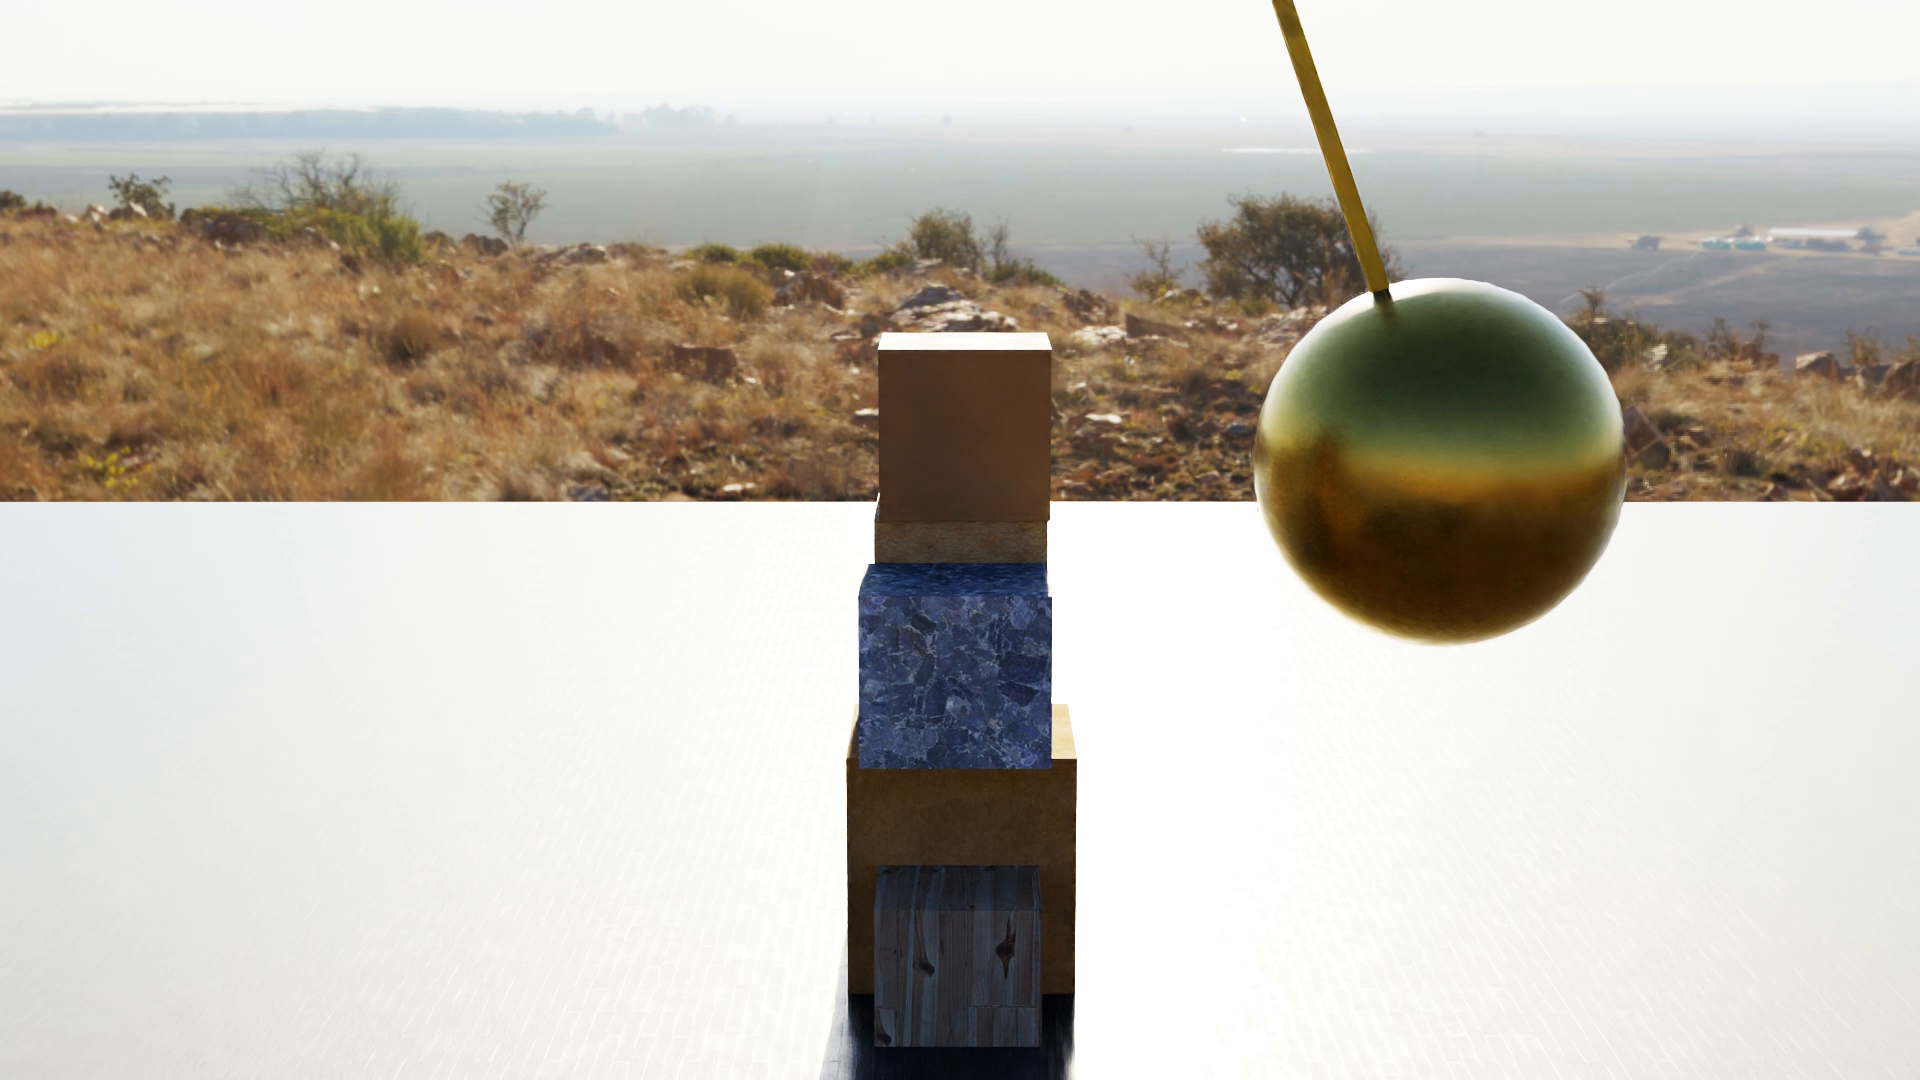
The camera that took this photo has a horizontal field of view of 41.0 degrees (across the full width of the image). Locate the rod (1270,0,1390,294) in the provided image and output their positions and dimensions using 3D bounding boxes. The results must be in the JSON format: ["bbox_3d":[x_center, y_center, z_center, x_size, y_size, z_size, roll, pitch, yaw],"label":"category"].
[{"bbox_3d":[0.899,-3.473,10.549,0.080,5.200,0.080,-20,10,4],"label":"rod"}]

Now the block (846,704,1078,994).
[{"bbox_3d":[0.007,1.214,10.260,0.881,0.940,0.867,0,10,0],"label":"block"}]

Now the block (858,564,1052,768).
[{"bbox_3d":[-0.017,0.474,9.864,0.721,0.658,0.656,0,10,0],"label":"block"}]

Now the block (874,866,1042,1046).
[{"bbox_3d":[-0.007,1.549,9.596,0.612,0.520,0.538,0,10,0],"label":"block"}]

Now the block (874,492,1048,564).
[{"bbox_3d":[0.004,0.263,10.540,0.687,0.831,0.730,0,10,0],"label":"block"}]

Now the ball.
[{"bbox_3d":[2.074,-0.334,11.120,1.600,1.600,1.600,0,10,0],"label":"ball"}]

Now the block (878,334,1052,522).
[{"bbox_3d":[0.019,-0.463,10.316,0.672,0.677,0.620,0,10,0],"label":"block"}]
